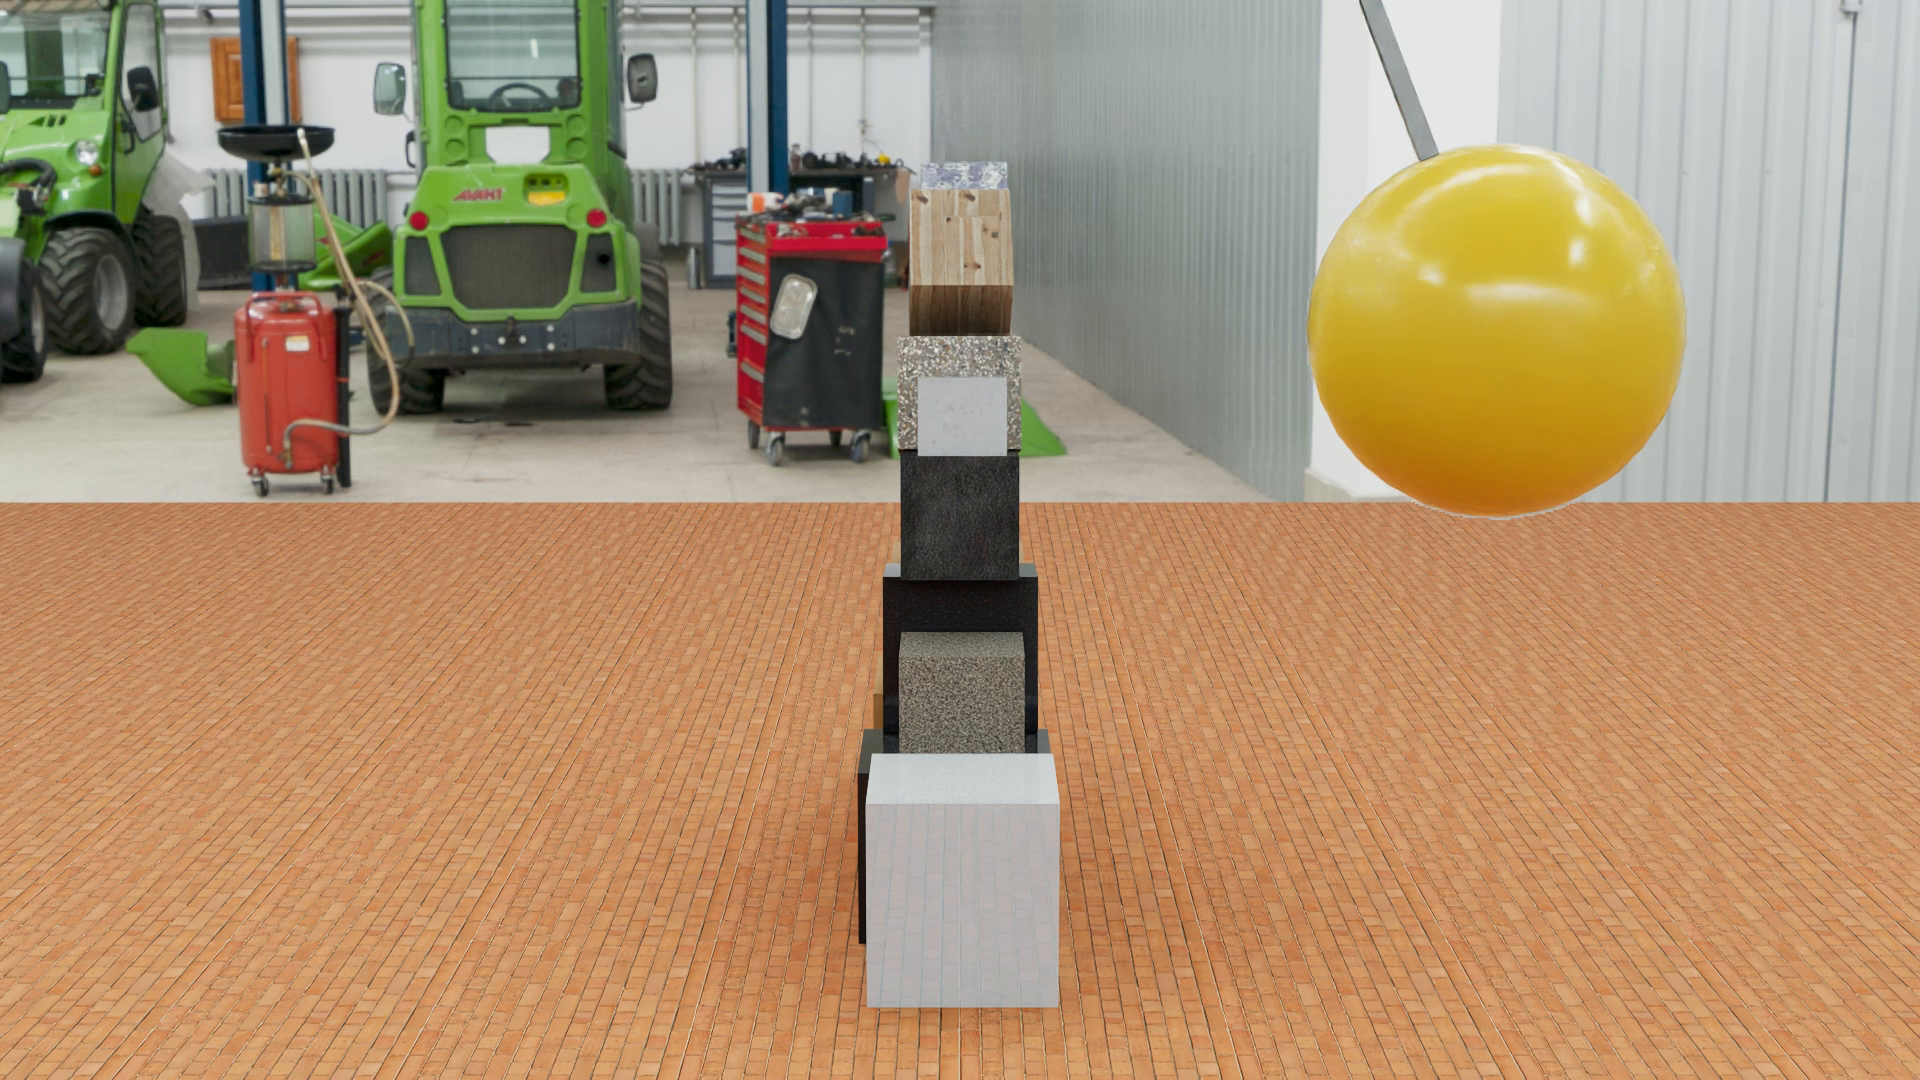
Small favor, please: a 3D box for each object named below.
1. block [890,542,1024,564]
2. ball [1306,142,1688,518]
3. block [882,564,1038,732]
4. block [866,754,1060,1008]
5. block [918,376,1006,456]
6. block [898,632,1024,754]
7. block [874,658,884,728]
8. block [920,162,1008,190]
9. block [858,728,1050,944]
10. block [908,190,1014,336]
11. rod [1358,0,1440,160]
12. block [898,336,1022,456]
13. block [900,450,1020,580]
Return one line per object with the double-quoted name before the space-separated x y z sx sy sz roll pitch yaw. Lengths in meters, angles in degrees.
"block" -0.010 0.358 11.850 0.604 0.618 0.555 0 10 0
"ball" 2.295 -0.898 11.017 1.600 1.600 1.600 0 10 0
"block" 0.002 0.463 11.252 0.662 0.667 0.602 0 5 0
"block" 0.010 1.321 10.054 0.729 0.804 0.718 0 10 0
"block" 0.009 -0.530 10.940 0.374 0.326 0.328 0 5 0
"block" 0.008 0.653 10.701 0.512 0.446 0.473 0 10 0
"block" -0.019 0.988 12.126 0.753 0.719 0.746 0 10 0
"block" 0.020 -1.511 11.901 0.397 0.327 0.348 -1 -32 -1
"block" -0.018 1.232 10.775 0.793 0.720 0.713 0 10 0
"block" -0.003 -1.226 11.541 0.450 0.534 0.444 0 -31 -2
"rod" 0.994 -3.989 10.455 0.080 5.200 0.080 -22 10 4
"block" -0.004 -0.638 11.473 0.539 0.493 0.590 0 -1 0
"block" -0.001 -0.112 11.018 0.498 0.519 0.515 0 5 0
